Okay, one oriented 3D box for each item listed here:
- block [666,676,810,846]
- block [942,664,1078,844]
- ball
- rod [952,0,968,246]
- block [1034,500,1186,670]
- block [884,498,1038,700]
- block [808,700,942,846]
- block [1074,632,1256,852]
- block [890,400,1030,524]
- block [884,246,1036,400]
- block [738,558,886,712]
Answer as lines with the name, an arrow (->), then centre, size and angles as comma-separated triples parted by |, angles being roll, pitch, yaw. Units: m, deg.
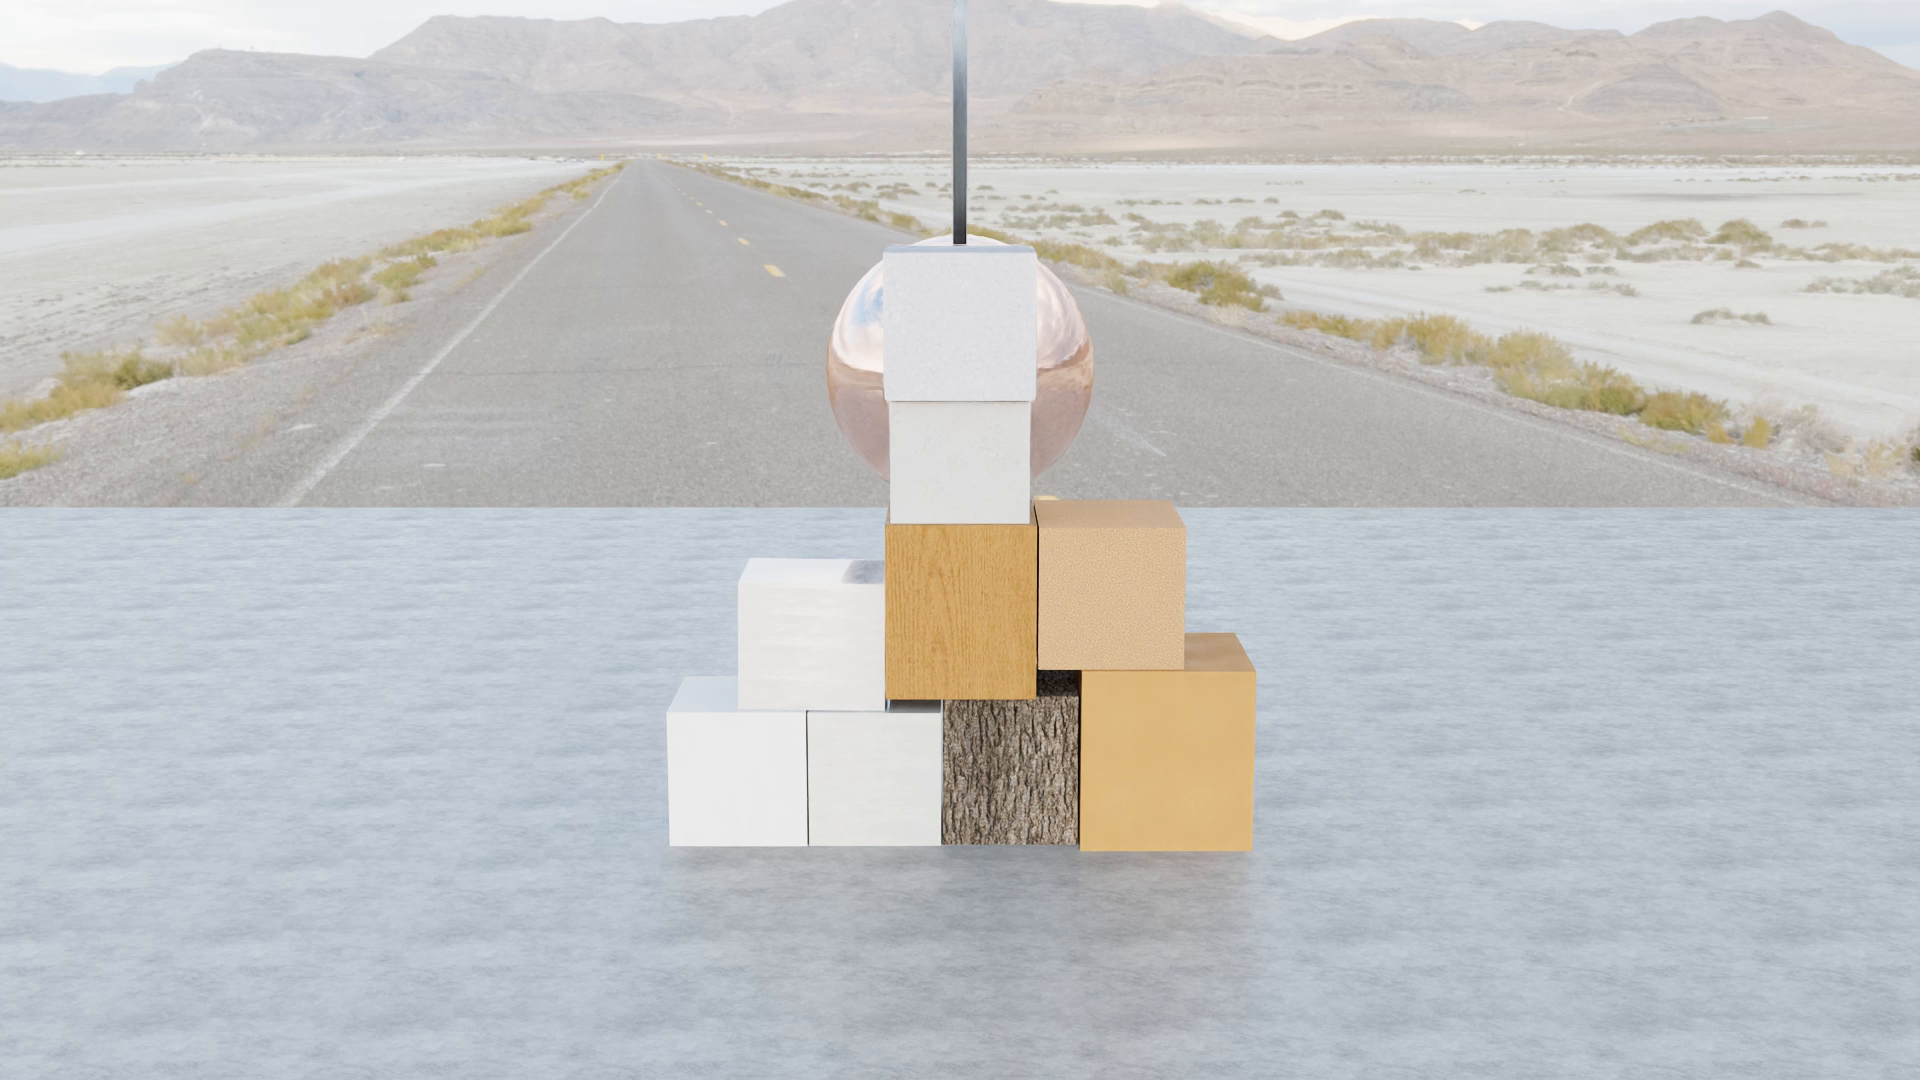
block -> -1.116, 1.134, 11.391 | 0.693, 0.694, 0.756 | 0, 10, 0
block -> 0.253, 1.097, 11.381 | 0.677, 0.769, 0.703 | 0, 10, 0
ball -> 0.000, -1.013, 13.105 | 1.600, 1.600, 1.600 | 0, 10, 0
rod -> 0.000, -3.941, 11.377 | 0.080, 5.200, 0.080 | 0, 31, 0
block -> 0.748, 0.215, 11.237 | 0.721, 0.712, 0.849 | 0, 10, 0
block -> 0.005, 0.287, 11.240 | 0.746, 0.875, 0.821 | 0, 10, 0
block -> -0.427, 1.139, 11.380 | 0.664, 0.688, 0.720 | 0, 10, 0
block -> 1.032, 1.024, 11.352 | 0.861, 0.923, 0.874 | 0, 10, 0
block -> 0.000, -0.445, 11.109 | 0.685, 0.612, 0.691 | 0, 10, 0
block -> 0.000, -1.092, 10.963 | 0.736, 0.714, 0.741 | 0, 10, 0
block -> -0.739, 0.476, 11.263 | 0.730, 0.648, 0.644 | 1, 10, 0
